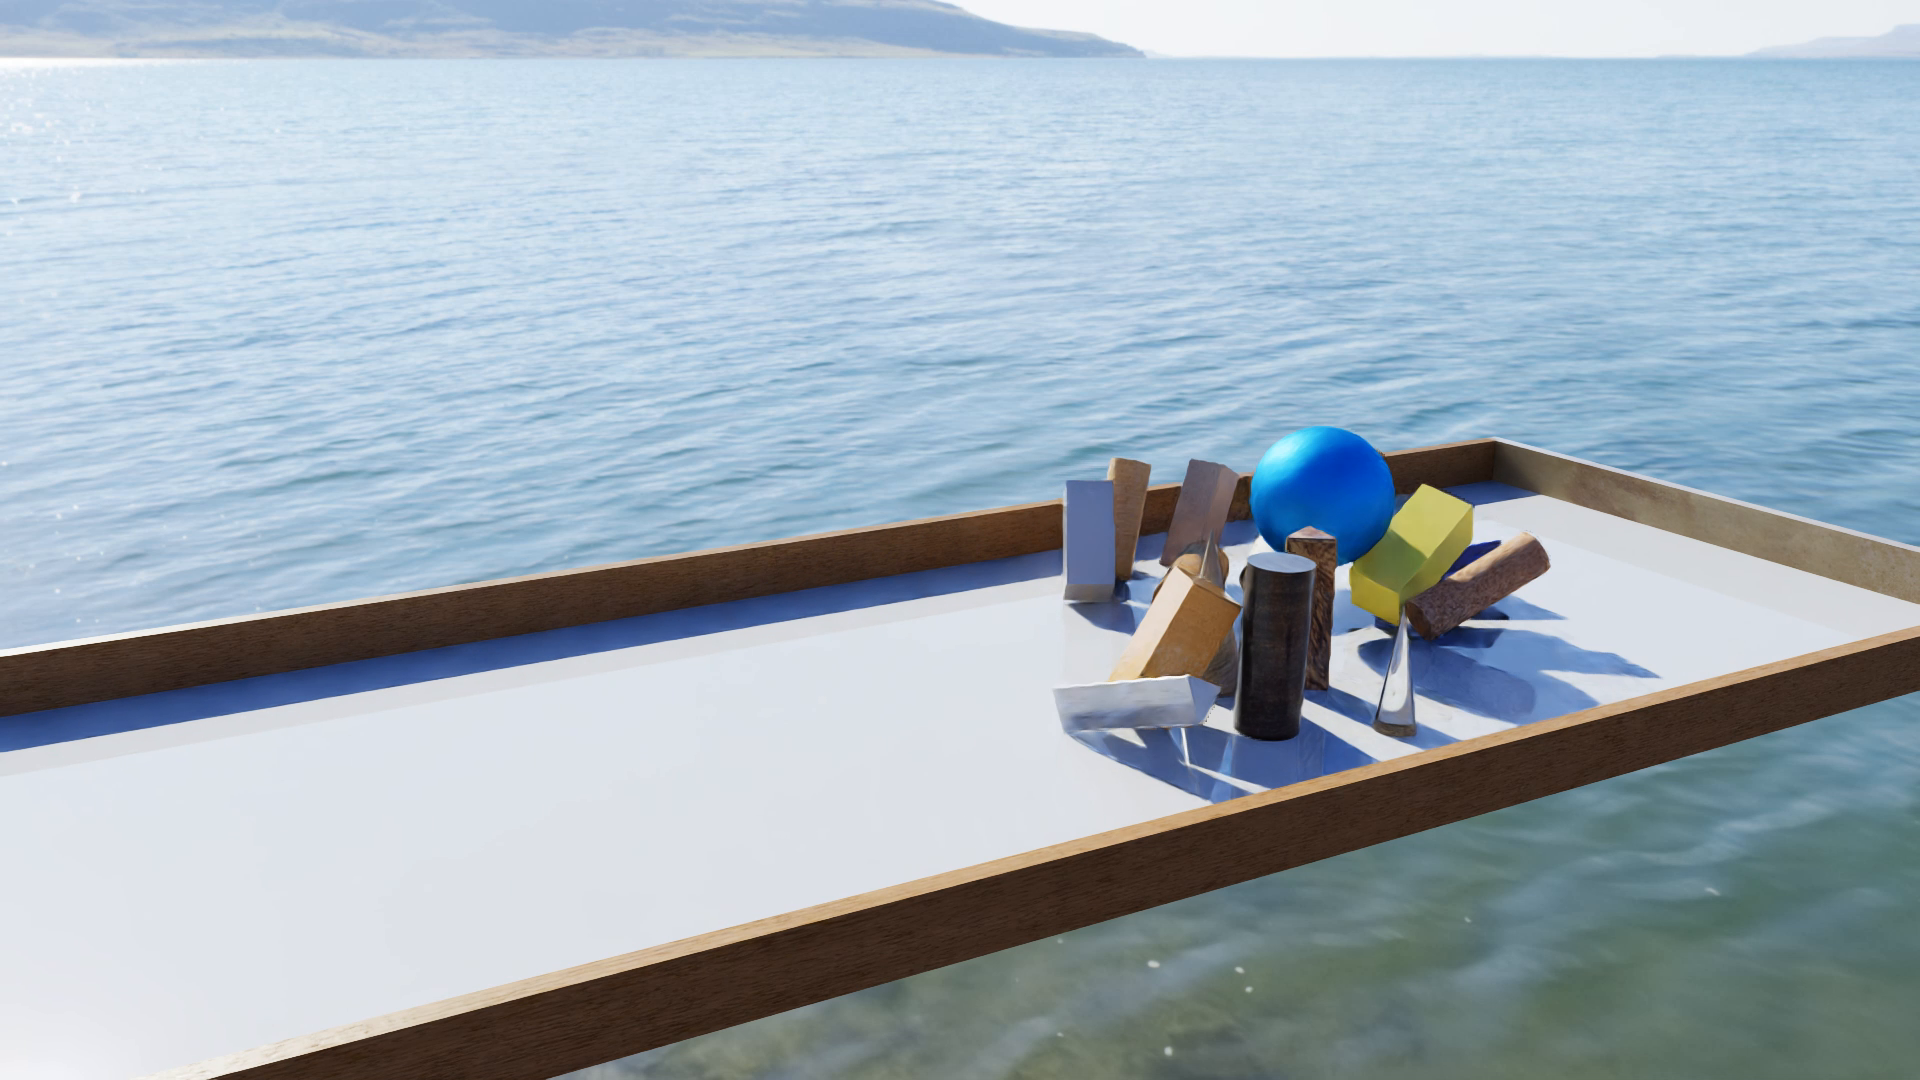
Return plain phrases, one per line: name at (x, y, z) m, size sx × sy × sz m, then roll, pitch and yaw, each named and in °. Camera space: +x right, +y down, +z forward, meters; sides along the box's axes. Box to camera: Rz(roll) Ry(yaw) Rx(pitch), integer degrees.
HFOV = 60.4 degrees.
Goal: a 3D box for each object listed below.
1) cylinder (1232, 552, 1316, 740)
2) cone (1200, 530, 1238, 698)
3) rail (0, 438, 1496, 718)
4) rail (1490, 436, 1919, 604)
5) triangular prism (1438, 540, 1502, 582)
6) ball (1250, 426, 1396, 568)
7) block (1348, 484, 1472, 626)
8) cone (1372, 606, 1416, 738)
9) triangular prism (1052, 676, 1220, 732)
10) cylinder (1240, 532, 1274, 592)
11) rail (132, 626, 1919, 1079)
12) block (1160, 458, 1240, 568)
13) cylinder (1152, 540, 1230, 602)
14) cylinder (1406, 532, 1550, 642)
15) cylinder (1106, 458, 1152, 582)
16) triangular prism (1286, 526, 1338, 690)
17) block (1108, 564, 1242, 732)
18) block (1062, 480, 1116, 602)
cylinder at (0.723, 0.244, 3.799) m, size 0.155 × 0.404 × 0.155 m, roll 2°, pitch 16°, yaw -1°
cone at (0.617, 0.164, 4.063) m, size 0.179 × 0.408 × 0.179 m, roll -2°, pitch 17°, yaw 1°
rail at (-3.305, 0.497, 3.399) m, size 12.000 × 0.150 × 0.050 m, roll -9°, pitch 18°, yaw -27°
rail at (2.466, -0.048, 5.253) m, size 0.050 × 0.150 × 2.100 m, roll -9°, pitch 18°, yaw -27°
triangular prism at (1.391, 0.087, 4.756) m, size 0.361 × 0.119 × 0.138 m, roll -10°, pitch 17°, yaw -8°
ball at (0.986, -0.116, 4.495) m, size 0.388 × 0.388 × 0.388 m, roll 0°, pitch 16°, yaw 0°
block at (1.254, 0.041, 4.582) m, size 0.156 × 0.156 × 0.361 m, roll 30°, pitch 65°, yaw 34°
cone at (1.015, 0.294, 3.809) m, size 0.101 × 0.308 × 0.101 m, roll 0°, pitch 16°, yaw 0°
triangular prism at (0.377, 0.350, 3.689) m, size 0.417 × 0.093 × 0.108 m, roll -11°, pitch 34°, yaw 48°
cylinder at (0.937, 0.025, 4.804) m, size 0.160 × 0.160 × 0.372 m, roll 7°, pitch 35°, yaw 22°
rail at (-2.336, 1.006, 1.665) m, size 12.000 × 0.150 × 0.050 m, roll -9°, pitch 18°, yaw -27°
block at (0.719, -0.063, 4.954) m, size 0.112 × 0.332 × 0.112 m, roll 13°, pitch -7°, yaw 37°
cylinder at (0.654, 0.127, 4.645) m, size 0.155 × 0.155 × 0.371 m, roll 5°, pitch 17°, yaw 17°
cylinder at (1.393, 0.125, 4.442) m, size 0.380 × 0.124 × 0.124 m, roll -29°, pitch 23°, yaw -8°
cylinder at (0.477, -0.060, 4.908) m, size 0.124 × 0.347 × 0.124 m, roll 11°, pitch -5°, yaw 1°
triangular prism at (0.858, 0.168, 4.090) m, size 0.121 × 0.391 × 0.105 m, roll 2°, pitch 17°, yaw 8°
block at (0.496, 0.252, 3.857) m, size 0.138 × 0.337 × 0.138 m, roll 26°, pitch 9°, yaw -17°
block at (0.368, 0.003, 4.746) m, size 0.136 × 0.321 × 0.136 m, roll 2°, pitch -23°, yaw -1°
